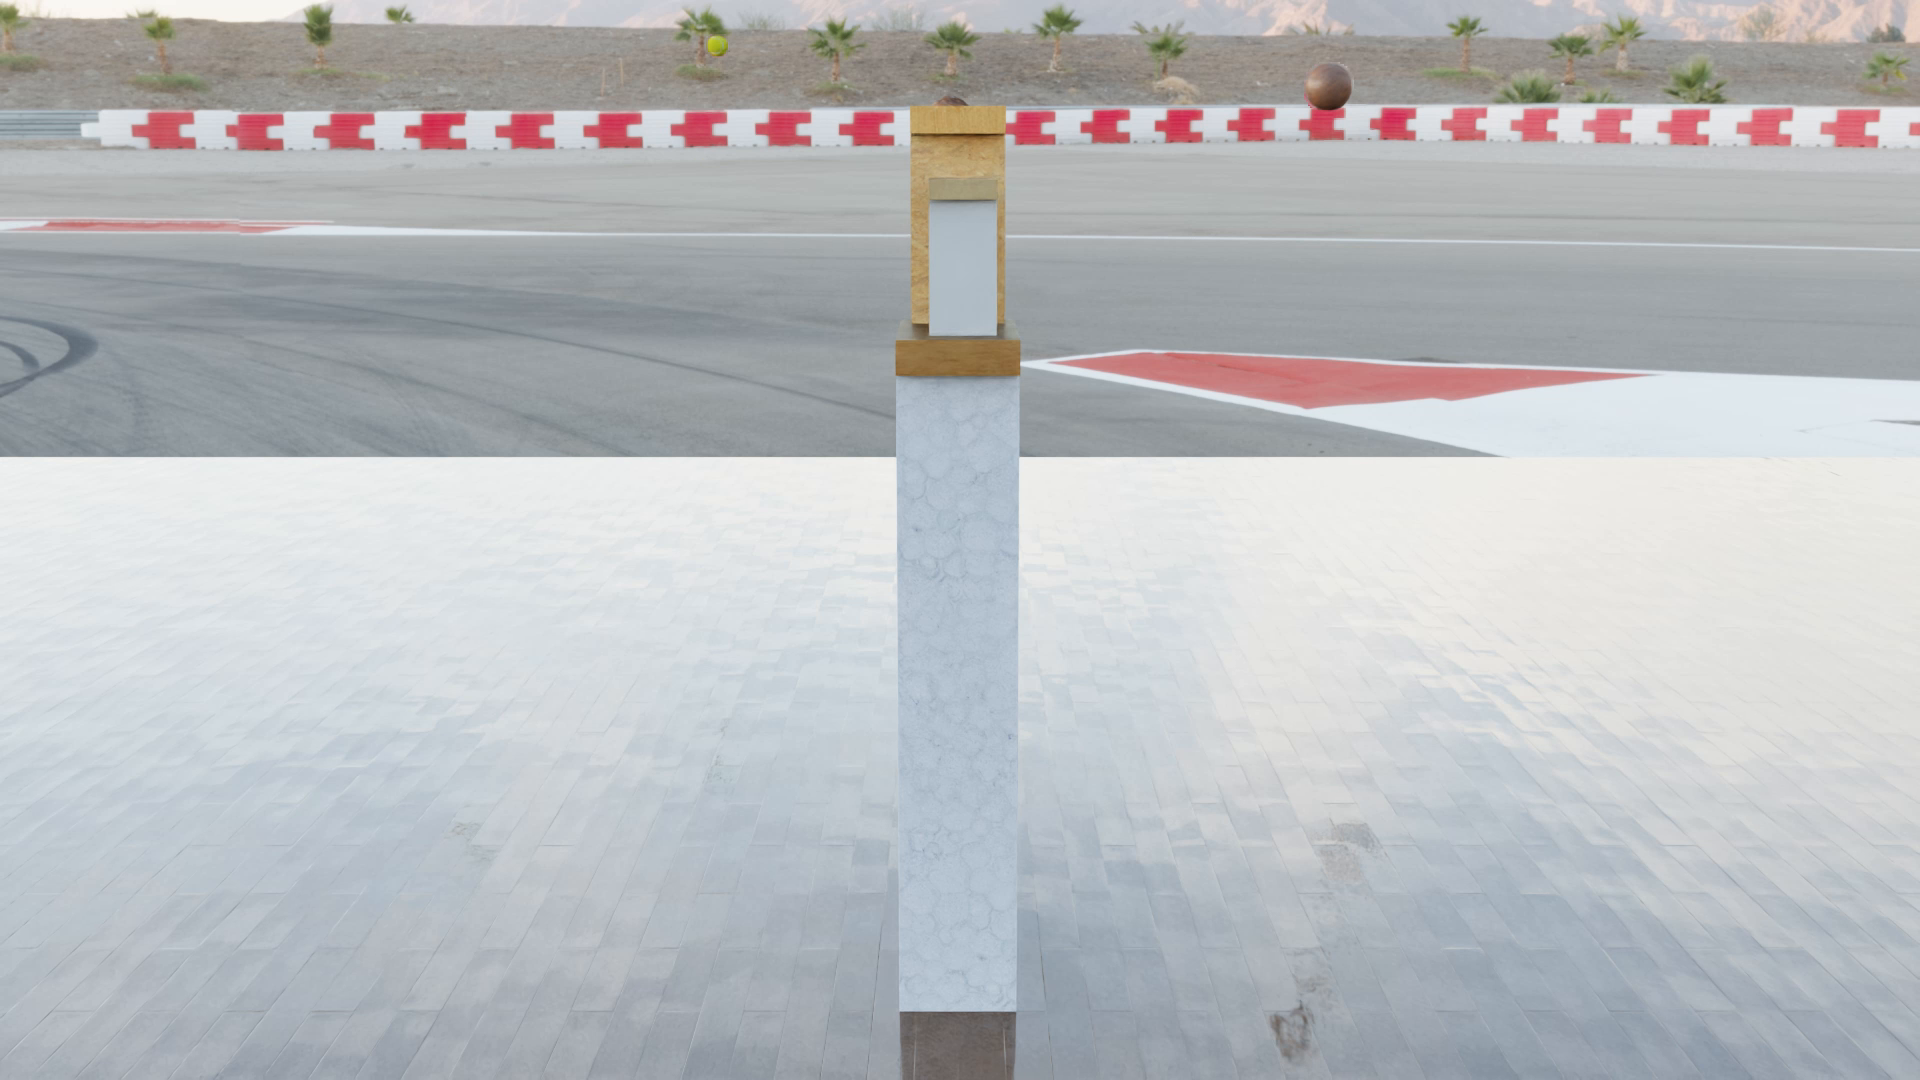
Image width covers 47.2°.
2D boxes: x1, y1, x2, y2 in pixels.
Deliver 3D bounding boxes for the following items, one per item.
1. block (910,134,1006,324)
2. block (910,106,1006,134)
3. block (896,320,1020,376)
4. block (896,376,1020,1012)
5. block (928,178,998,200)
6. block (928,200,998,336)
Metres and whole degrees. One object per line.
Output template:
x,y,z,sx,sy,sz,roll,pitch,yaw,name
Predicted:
-0.003,-0.457,3.225,0.137,0.275,0.039,0,11,0,block
-0.003,-0.627,3.286,0.137,0.039,0.275,0,11,0,block
-0.003,-0.277,3.140,0.169,0.048,0.338,0,10,0,block
-0.003,0.222,3.118,0.169,0.925,0.048,0,11,0,block
0.004,-0.492,3.072,0.093,0.026,0.186,0,10,0,block
0.004,-0.376,3.030,0.093,0.186,0.026,0,10,0,block
